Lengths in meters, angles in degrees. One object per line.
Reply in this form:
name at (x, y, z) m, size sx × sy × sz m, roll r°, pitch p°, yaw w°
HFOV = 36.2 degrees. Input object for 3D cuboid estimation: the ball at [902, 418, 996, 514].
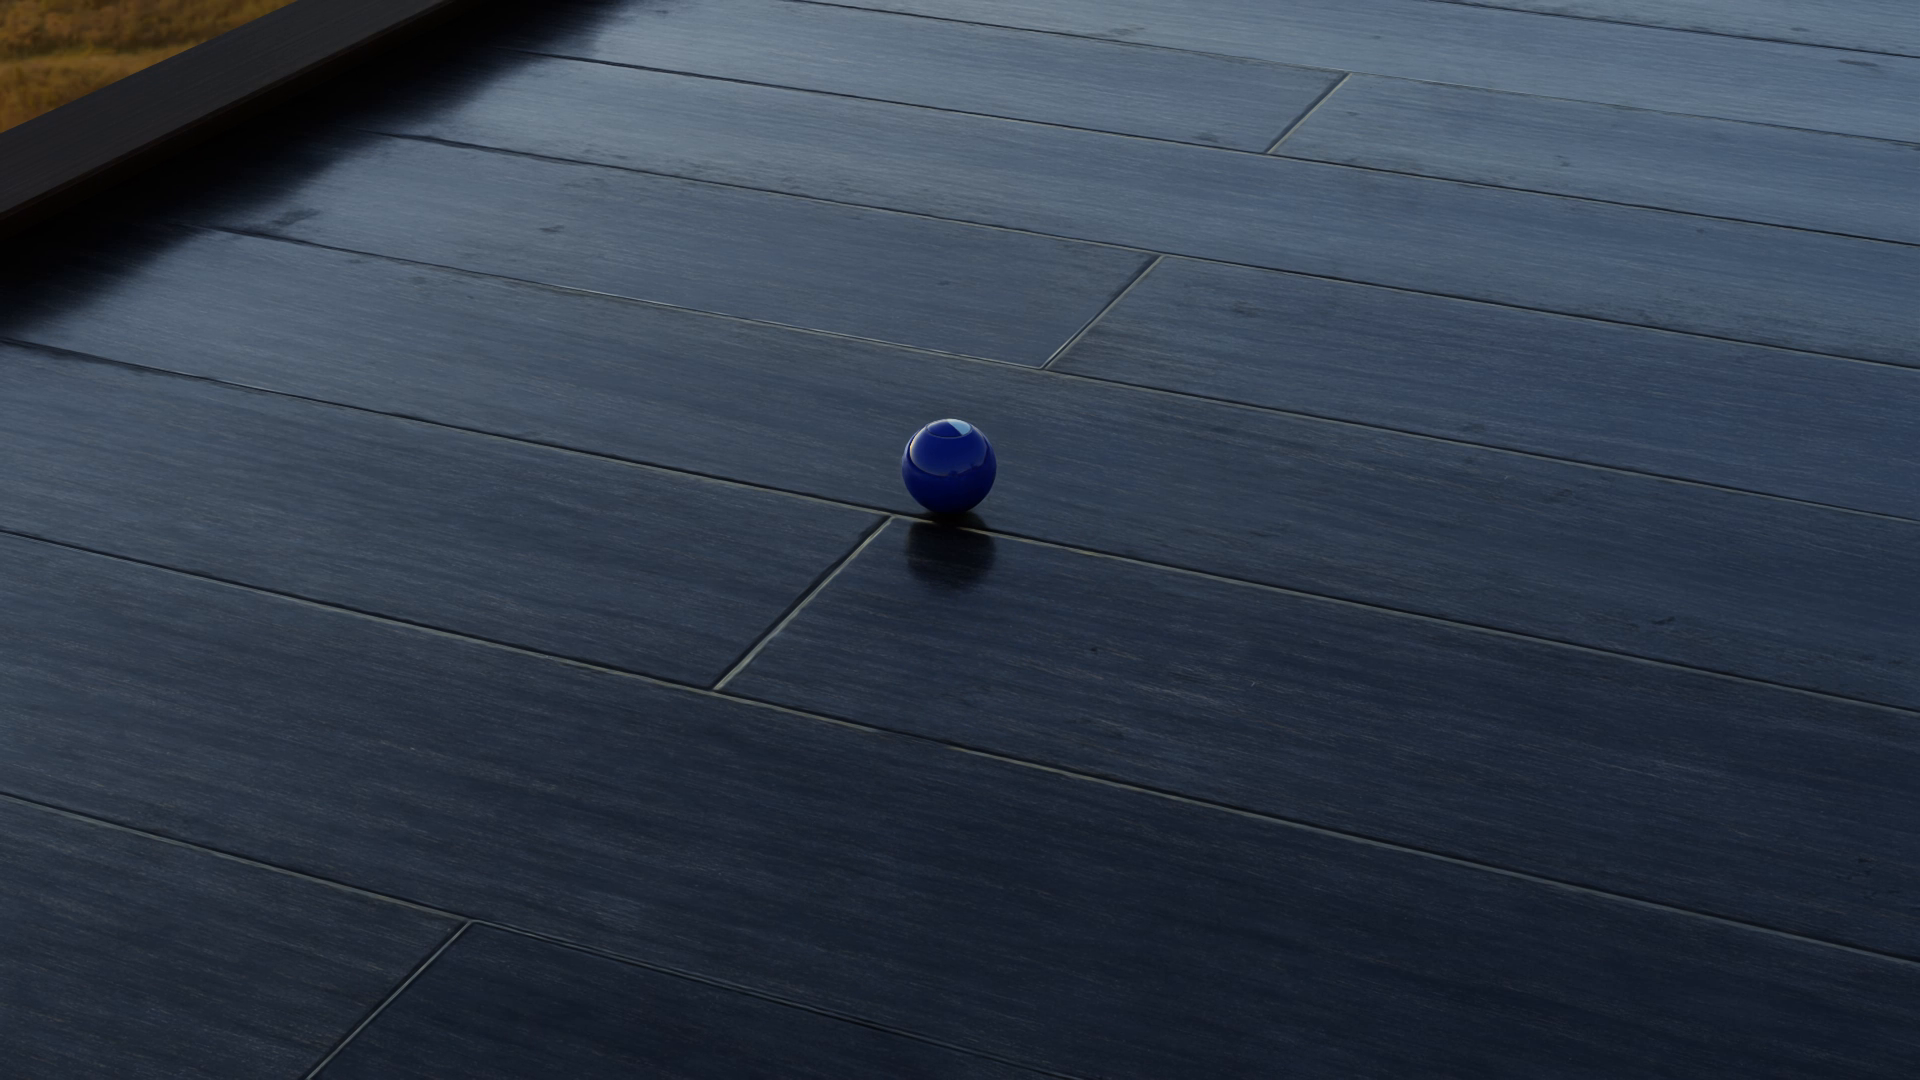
ball at (-0.007, -0.047, 1.867) m, size 0.061 × 0.061 × 0.061 m, roll 0°, pitch 27°, yaw 0°

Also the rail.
rail at (-0.481, -0.527, 2.796) m, size 0.045 × 0.082 × 3.425 m, roll 11°, pitch 29°, yaw 21°
